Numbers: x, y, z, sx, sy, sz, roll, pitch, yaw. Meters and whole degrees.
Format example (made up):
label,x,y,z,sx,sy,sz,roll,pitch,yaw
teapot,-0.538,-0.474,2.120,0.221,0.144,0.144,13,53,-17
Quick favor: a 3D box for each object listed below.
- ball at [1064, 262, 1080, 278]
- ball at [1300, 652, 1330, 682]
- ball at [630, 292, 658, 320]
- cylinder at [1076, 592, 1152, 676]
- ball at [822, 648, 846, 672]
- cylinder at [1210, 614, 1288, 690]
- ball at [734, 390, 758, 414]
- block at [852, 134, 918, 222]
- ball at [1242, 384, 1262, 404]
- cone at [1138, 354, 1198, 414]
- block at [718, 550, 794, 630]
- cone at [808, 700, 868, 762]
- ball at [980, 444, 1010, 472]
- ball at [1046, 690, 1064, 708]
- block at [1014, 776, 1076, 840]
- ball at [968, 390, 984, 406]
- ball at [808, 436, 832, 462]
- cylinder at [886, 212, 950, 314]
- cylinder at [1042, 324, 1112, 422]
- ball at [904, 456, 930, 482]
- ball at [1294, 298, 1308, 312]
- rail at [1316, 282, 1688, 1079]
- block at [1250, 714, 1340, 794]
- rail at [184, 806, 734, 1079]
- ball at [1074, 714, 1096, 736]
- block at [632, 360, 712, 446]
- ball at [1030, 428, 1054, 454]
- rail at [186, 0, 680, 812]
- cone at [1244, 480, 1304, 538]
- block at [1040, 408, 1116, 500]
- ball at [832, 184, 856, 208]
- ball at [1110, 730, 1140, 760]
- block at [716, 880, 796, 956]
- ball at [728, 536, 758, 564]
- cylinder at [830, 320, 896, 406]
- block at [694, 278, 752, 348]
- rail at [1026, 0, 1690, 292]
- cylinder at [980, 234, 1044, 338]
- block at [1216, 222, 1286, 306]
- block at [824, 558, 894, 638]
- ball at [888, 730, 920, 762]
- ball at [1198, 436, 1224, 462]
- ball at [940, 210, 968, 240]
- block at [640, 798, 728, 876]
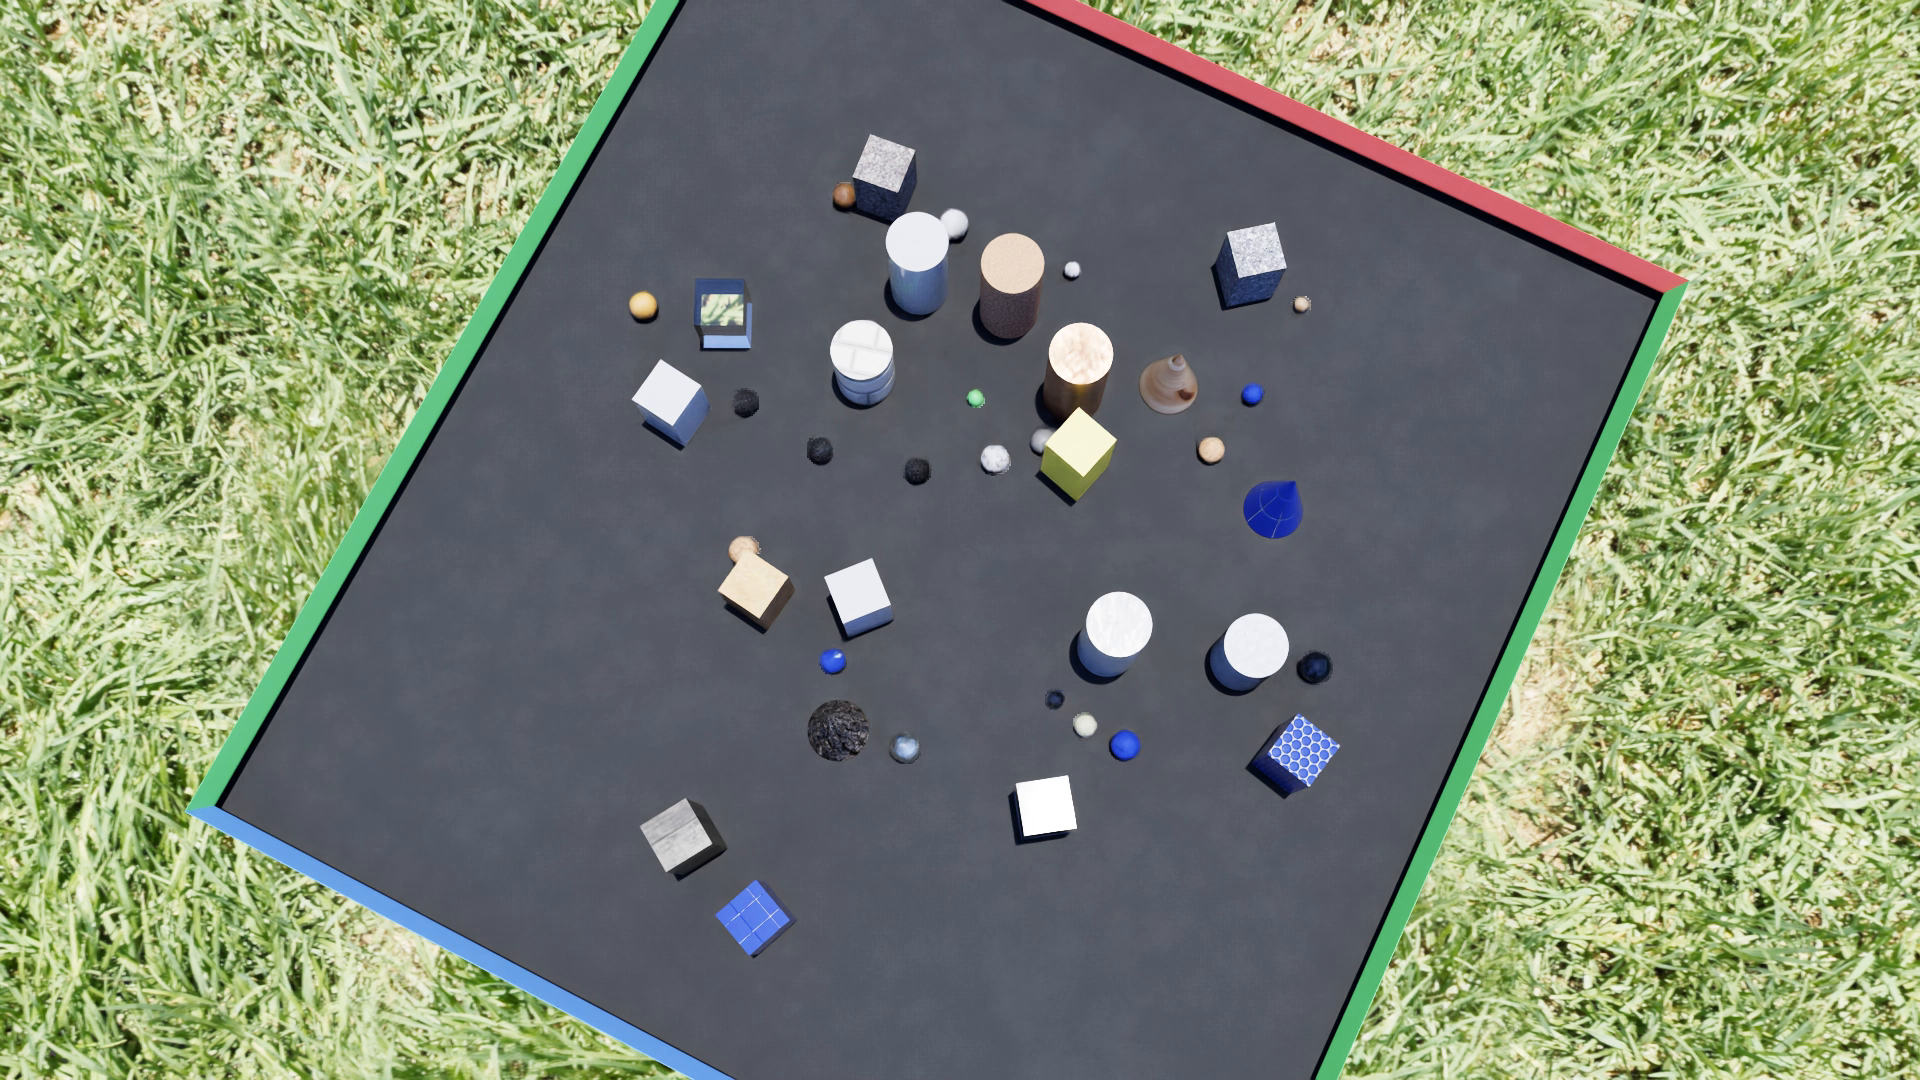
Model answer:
label,x,y,z,sx,sy,sz,roll,pitch,yaw
ball,0.352,-0.849,5.766,0.051,0.051,0.051,0,78,0
ball,1.065,0.381,5.491,0.091,0.091,0.091,0,78,0
ball,-0.989,-0.731,5.723,0.087,0.087,0.087,0,78,0
cylinder,0.446,0.280,5.339,0.185,0.431,0.185,0,78,0
ball,-0.379,0.362,5.504,0.073,0.073,0.073,0,78,0
cylinder,0.848,0.333,5.391,0.185,0.306,0.185,0,78,0
ball,-0.665,-0.426,5.667,0.074,0.074,0.074,0,78,0
block,-0.232,-1.123,5.718,0.148,0.255,0.148,20,79,4
ball,0.906,-0.451,5.678,0.062,0.062,0.062,0,78,0
cone,0.650,-0.513,5.550,0.185,0.338,0.185,0,78,0
block,-0.605,0.151,5.467,0.148,0.232,0.148,33,80,6
cone,-0.366,0.530,5.296,0.185,0.413,0.185,0,78,0
ball,0.108,-0.250,5.624,0.087,0.087,0.087,0,78,0
ball,0.286,0.477,5.491,0.053,0.053,0.053,0,78,0
block,0.243,0.778,5.308,0.148,0.289,0.148,-9,78,-2
ball,0.047,-0.441,5.683,0.049,0.049,0.049,0,78,0
ball,-0.430,-0.279,5.635,0.076,0.076,0.076,0,78,0
cylinder,-0.126,-0.838,5.587,0.185,0.396,0.185,0,78,0
cylinder,0.350,-0.495,5.500,0.185,0.428,0.185,0,78,0
ball,-0.132,-0.217,5.621,0.078,0.078,0.078,0,78,0
ball,1.069,-0.738,5.745,0.046,0.046,0.046,0,78,0
rail,1.459,0.721,5.405,0.045,0.120,3.472,26,80,5
block,0.972,0.624,5.331,0.148,0.305,0.148,38,81,7
rail,-0.766,1.506,5.243,3.309,0.120,0.045,26,80,5
ball,0.374,0.554,5.468,0.067,0.067,0.067,0,78,0
block,-0.873,-0.414,5.575,0.148,0.249,0.148,33,80,6
ball,0.257,-0.304,5.640,0.078,0.078,0.078,0,78,0
rail,-1.459,-0.708,5.700,0.045,0.120,3.472,26,80,5
cone,0.963,-0.132,5.450,0.185,0.378,0.185,0,78,0
block,0.353,-0.254,5.502,0.148,0.326,0.148,41,81,8
ball,-0.364,-1.089,5.801,0.079,0.079,0.079,0,78,0
ball,0.492,0.609,5.446,0.088,0.088,0.088,0,78,0
block,-0.581,1.084,5.260,0.148,0.258,0.148,-41,81,-8
ball,-0.657,0.034,5.564,0.089,0.089,0.089,0,78,0
cylinder,-0.293,-0.538,5.586,0.185,0.277,0.185,0,78,0
block,-0.728,-0.697,5.646,0.148,0.223,0.148,0,78,0
rail,0.766,-1.494,5.863,3.309,0.120,0.045,26,80,5
cylinder,0.154,-0.765,5.557,0.185,0.425,0.185,0,78,0
block,0.895,-0.847,5.656,0.148,0.266,0.148,-12,79,-2
block,-0.297,0.175,5.440,0.148,0.275,0.148,-22,79,-4
ball,-0.165,0.613,5.443,0.091,0.091,0.091,0,78,0
ball,0.773,-0.278,5.633,0.080,0.080,0.080,0,78,0
ball,-0.021,-0.994,5.775,0.092,0.092,0.092,0,78,0
block,-0.788,0.854,5.259,0.148,0.355,0.148,-31,80,-6
